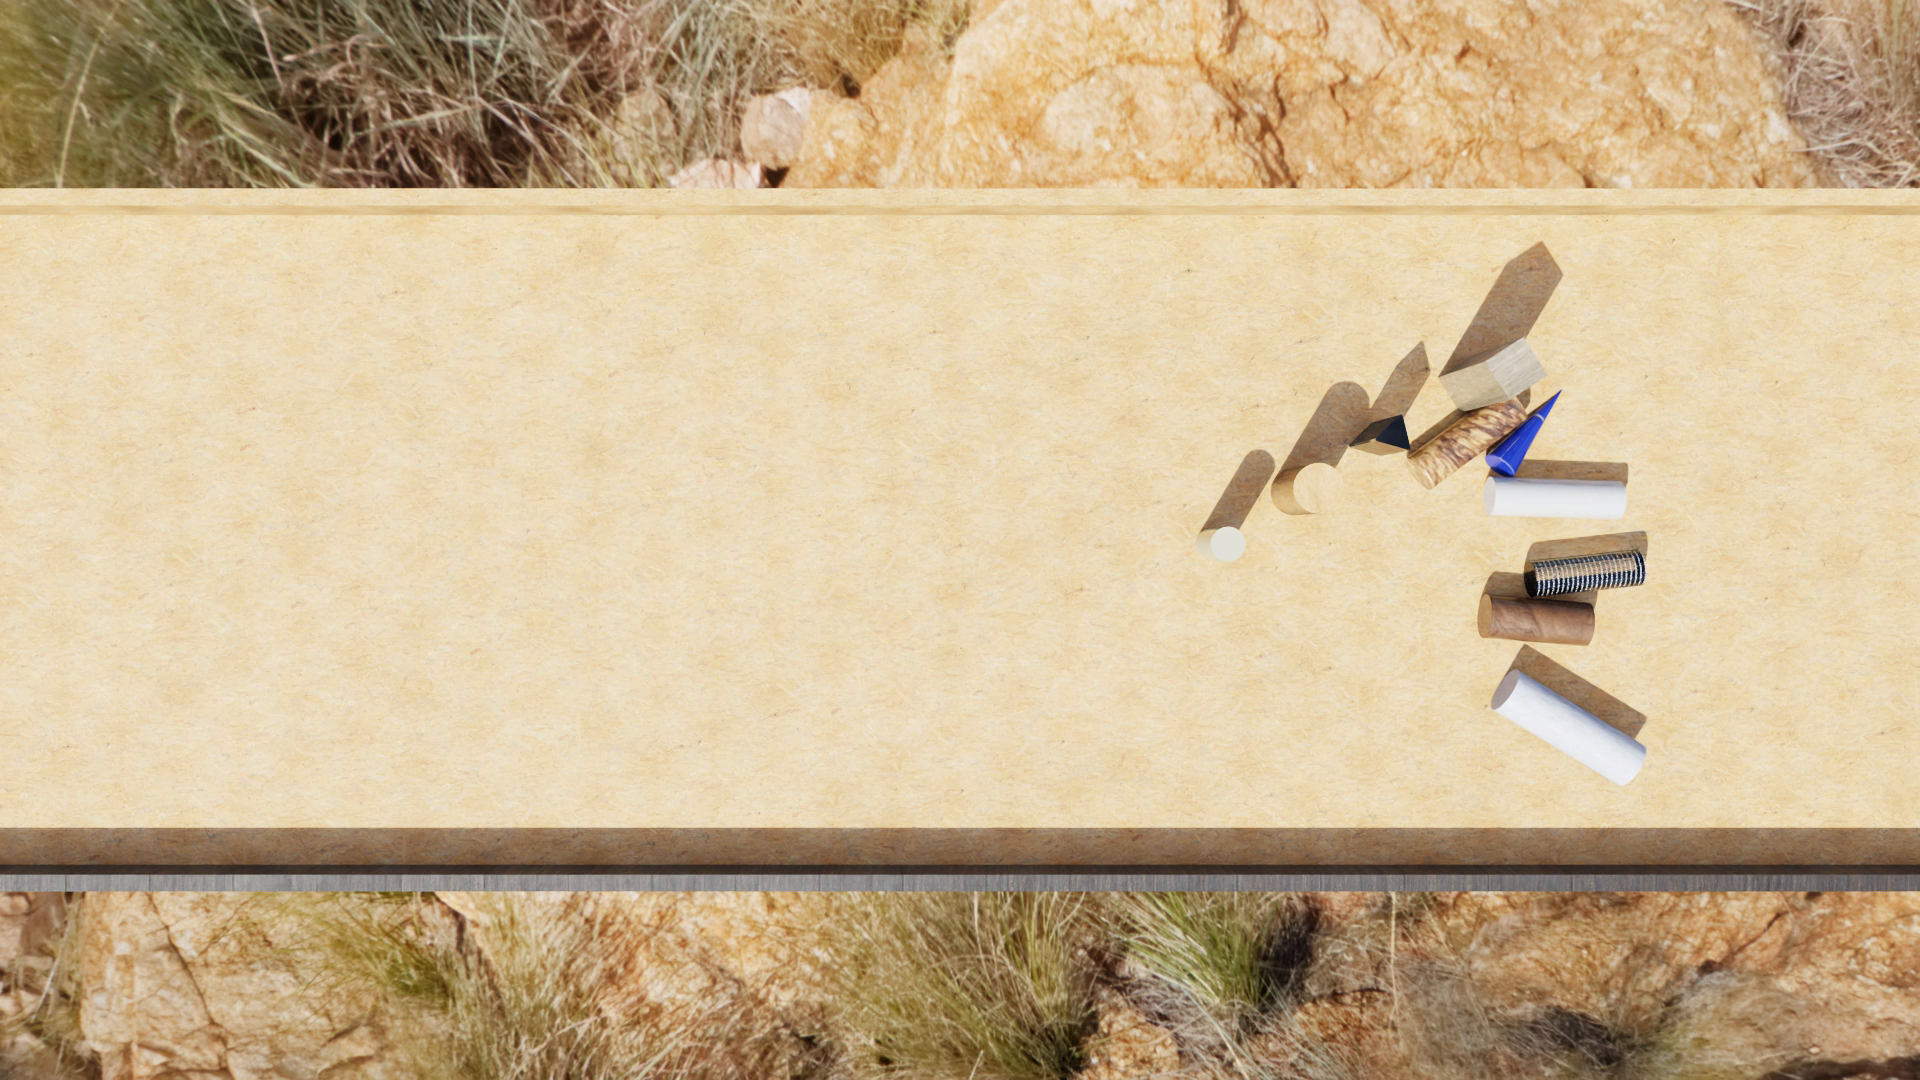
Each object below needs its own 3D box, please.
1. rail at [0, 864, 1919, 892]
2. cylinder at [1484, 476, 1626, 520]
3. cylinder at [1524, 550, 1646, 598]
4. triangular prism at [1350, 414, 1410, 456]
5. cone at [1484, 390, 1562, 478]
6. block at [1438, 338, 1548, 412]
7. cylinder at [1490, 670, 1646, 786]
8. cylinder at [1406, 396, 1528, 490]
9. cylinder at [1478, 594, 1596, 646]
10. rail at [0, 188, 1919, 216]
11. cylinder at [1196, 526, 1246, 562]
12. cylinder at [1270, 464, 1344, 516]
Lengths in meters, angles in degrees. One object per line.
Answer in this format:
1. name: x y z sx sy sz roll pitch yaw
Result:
1. rail: -2.247 1.025 5.001 12.000 0.150 0.050 0 90 0
2. cylinder: 1.808 -0.127 5.018 0.394 0.117 0.117 2 90 0
3. cylinder: 1.900 0.101 5.020 0.331 0.113 0.113 -6 90 0
4. triangular prism: 1.259 -0.318 4.913 0.105 0.327 0.091 16 90 0
5. cone: 1.750 -0.346 5.051 0.103 0.103 0.329 41 81 0
6. block: 1.558 -0.480 4.847 0.128 0.459 0.128 -33 90 0
7. cylinder: 1.845 0.569 5.005 0.446 0.144 0.144 31 90 0
8. cylinder: 1.538 -0.306 5.016 0.361 0.122 0.122 -36 90 0
9. cylinder: 1.748 0.244 5.009 0.311 0.134 0.134 5 90 0
10. rail: -2.247 -1.025 5.002 12.000 0.150 0.050 0 90 0
11. cylinder: 0.774 0.012 4.920 0.101 0.314 0.101 0 90 0
12. cylinder: 1.028 -0.148 4.902 0.145 0.349 0.145 0 90 0
